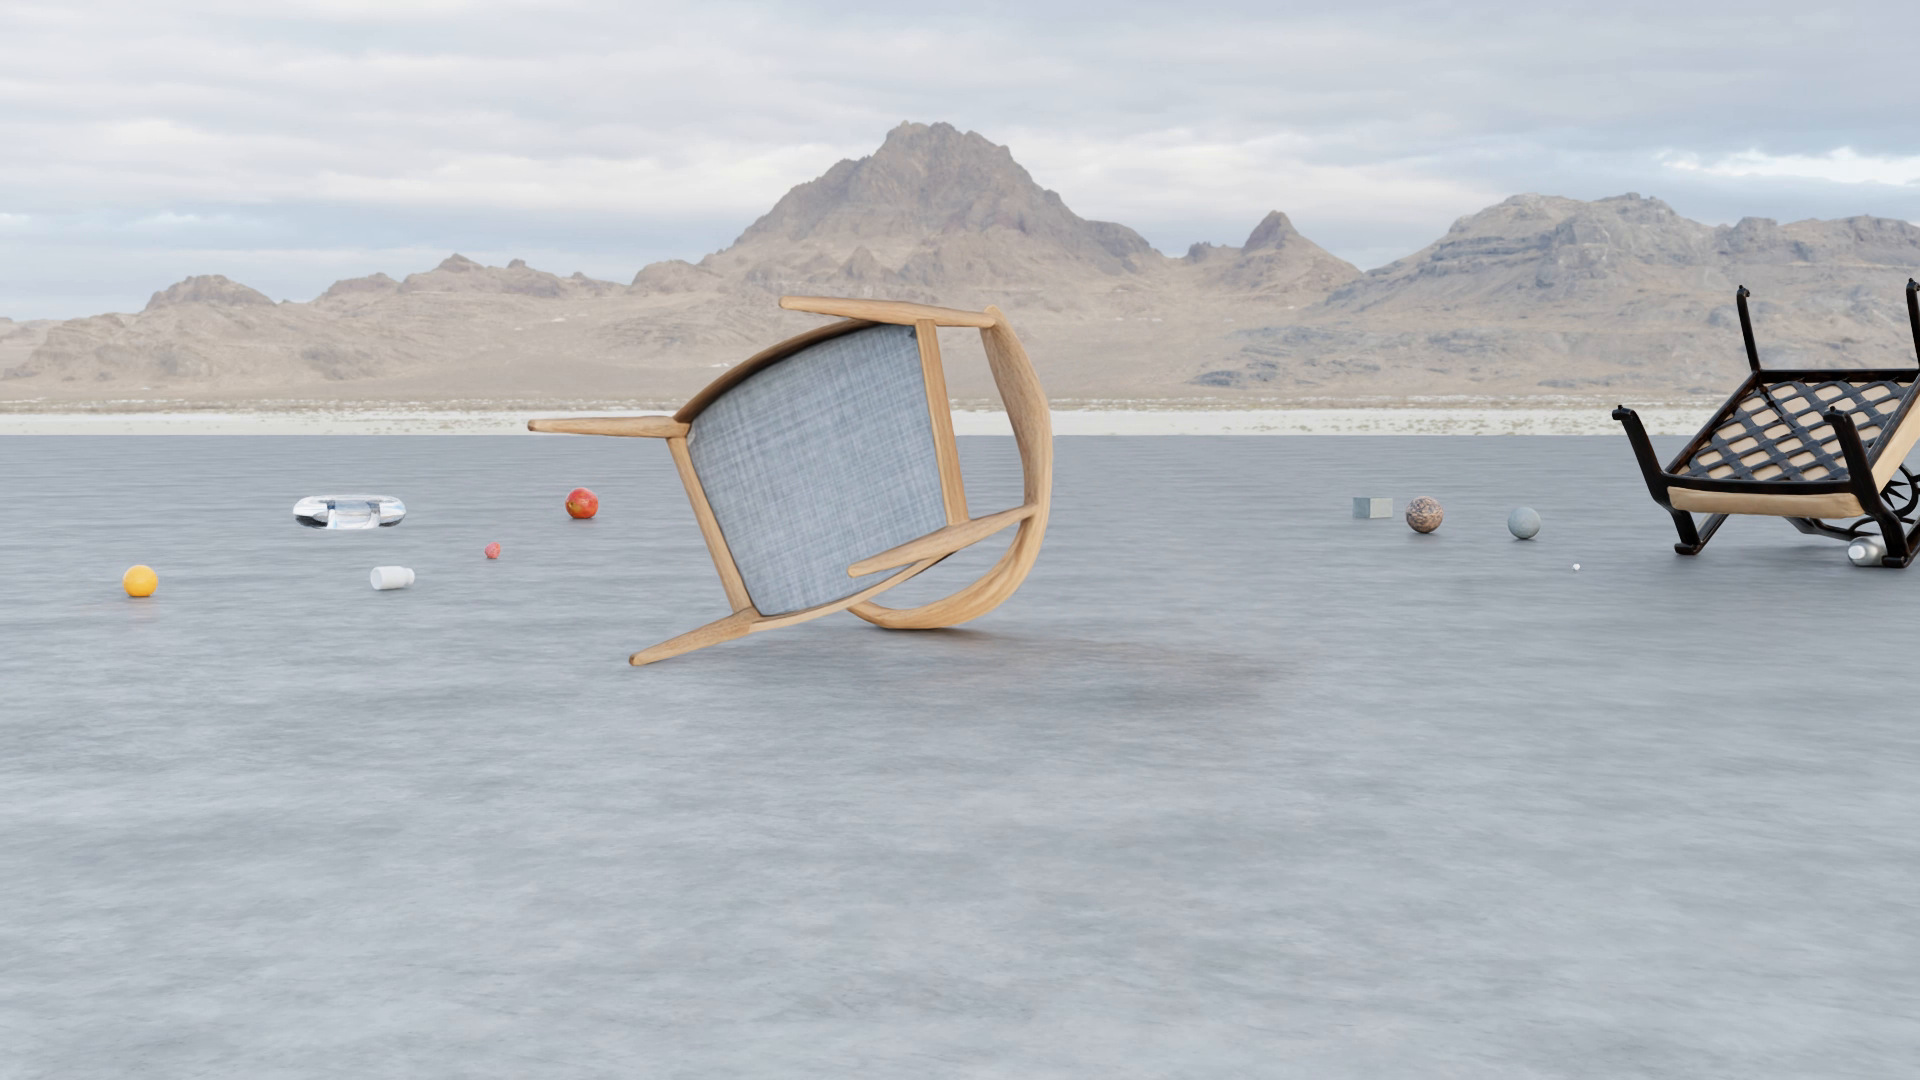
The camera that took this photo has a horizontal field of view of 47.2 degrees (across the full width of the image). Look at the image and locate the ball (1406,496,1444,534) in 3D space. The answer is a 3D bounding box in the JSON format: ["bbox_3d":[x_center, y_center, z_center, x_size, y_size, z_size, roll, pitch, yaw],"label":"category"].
[{"bbox_3d":[1.447,-0.080,6.851,0.117,0.117,0.117,0,4,0],"label":"ball"}]

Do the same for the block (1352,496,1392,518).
[{"bbox_3d":[1.452,-0.116,7.740,0.098,0.068,0.099,-2,4,-28],"label":"block"}]

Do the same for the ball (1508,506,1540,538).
[{"bbox_3d":[1.691,-0.052,6.590,0.097,0.097,0.097,0,4,0],"label":"ball"}]

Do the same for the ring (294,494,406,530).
[{"bbox_3d":[-1.986,-0.091,7.160,0.299,0.101,0.381,4,5,39],"label":"ring"}]
